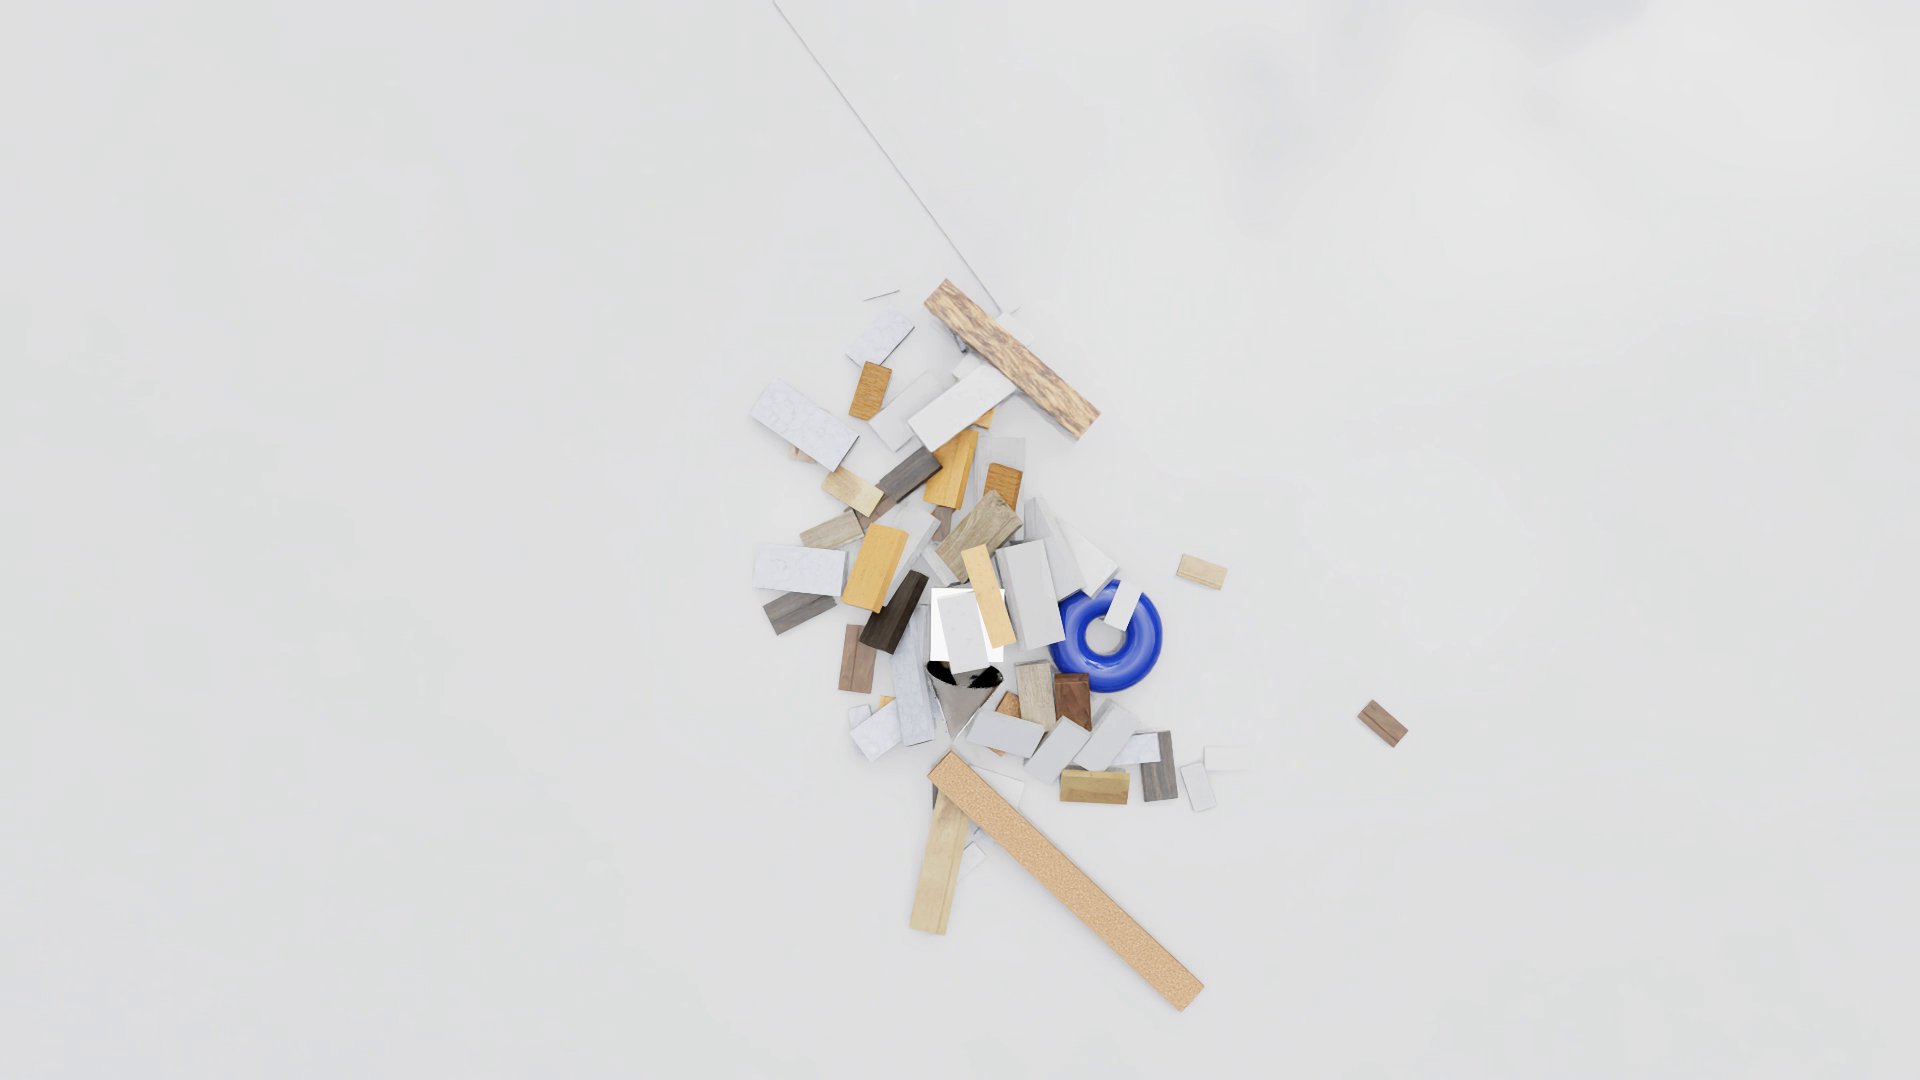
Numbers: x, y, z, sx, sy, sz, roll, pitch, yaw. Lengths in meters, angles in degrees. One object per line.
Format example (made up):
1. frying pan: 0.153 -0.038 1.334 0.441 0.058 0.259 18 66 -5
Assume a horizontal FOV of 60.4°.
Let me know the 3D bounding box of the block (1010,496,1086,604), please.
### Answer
1. block: 0.271 0.041 5.400 0.167 0.047 0.335 -33 77 37

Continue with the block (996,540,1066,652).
1. block: 0.227 0.177 5.316 0.167 0.047 0.335 -12 89 -39

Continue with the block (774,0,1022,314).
1. block: -0.211 -1.291 5.491 0.063 0.018 1.316 -36 90 0

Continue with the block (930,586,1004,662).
1. block: 0.024 0.272 5.385 0.231 0.231 0.231 1 90 0

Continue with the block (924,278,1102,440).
1. block: 0.170 -0.589 5.365 0.672 0.031 0.110 41 85 3

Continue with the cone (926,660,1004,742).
1. cone: -0.005 0.551 5.417 0.256 0.256 0.256 10 108 0

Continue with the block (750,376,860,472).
1. block: -0.513 -0.380 5.452 0.338 0.042 0.149 35 91 2

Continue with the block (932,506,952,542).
1. block: -0.059 -0.051 5.476 0.058 0.016 0.115 6 90 0

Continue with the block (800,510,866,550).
1. block: -0.423 -0.017 5.471 0.200 0.027 0.097 -24 90 9

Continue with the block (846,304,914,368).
1. block: -0.266 -0.664 5.484 0.110 0.031 0.221 42 90 0

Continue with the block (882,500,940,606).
1. block: -0.208 0.043 5.441 0.140 0.040 0.334 33 90 38

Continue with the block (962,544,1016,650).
1. block: 0.091 0.180 5.258 0.081 0.023 0.327 -18 90 0

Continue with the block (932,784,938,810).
1. block: -0.060 0.831 5.491 0.064 0.018 0.129 0 90 0

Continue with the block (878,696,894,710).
1. block: -0.239 0.596 5.490 0.074 0.021 0.148 10 90 0

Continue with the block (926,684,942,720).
1. block: -0.121 0.527 5.490 0.074 0.021 0.148 -36 90 0

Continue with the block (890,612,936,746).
1. block: -0.168 0.448 5.406 0.110 0.031 0.442 -20 74 37

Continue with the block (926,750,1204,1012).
1. block: 0.351 1.129 5.447 1.157 0.033 0.117 43 90 -4

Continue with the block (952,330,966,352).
1. block: -0.011 -0.684 5.469 0.018 0.063 0.125 -23 90 0

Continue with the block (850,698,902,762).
1. block: -0.232 0.612 5.446 0.245 0.035 0.122 -36 88 -6

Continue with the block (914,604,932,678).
1. block: -0.150 0.331 5.447 0.117 0.033 0.234 3 90 45

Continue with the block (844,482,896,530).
1. block: -0.287 -0.118 5.487 0.185 0.026 0.093 -38 90 0

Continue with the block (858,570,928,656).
1. block: -0.218 0.228 5.416 0.040 0.140 0.280 33 79 -42

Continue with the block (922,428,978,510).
1. block: -0.031 -0.243 5.448 0.131 0.037 0.263 13 90 34

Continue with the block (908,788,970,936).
1. block: -0.054 1.041 5.463 0.122 0.035 0.521 12 92 1

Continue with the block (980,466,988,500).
1. block: 0.095 -0.184 5.403 0.058 0.016 0.115 8 98 36

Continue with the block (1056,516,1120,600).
1. block: 0.380 0.059 5.417 0.136 0.039 0.277 -47 64 -3

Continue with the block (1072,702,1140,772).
1. block: 0.481 0.657 5.427 0.112 0.032 0.231 31 102 -19

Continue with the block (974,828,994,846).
1. block: 0.110 0.949 5.491 0.064 0.018 0.129 36 90 0

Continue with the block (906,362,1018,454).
1. block: 0.031 -0.457 5.383 0.414 0.037 0.131 -37 86 -5

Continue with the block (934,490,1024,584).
1. block: 0.061 -0.009 5.375 0.149 0.042 0.298 50 120 14

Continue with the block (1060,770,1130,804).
1. block: 0.445 0.817 5.456 0.223 0.032 0.112 3 123 0

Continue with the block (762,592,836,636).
1. block: -0.533 0.219 5.484 0.220 0.031 0.110 -27 90 0

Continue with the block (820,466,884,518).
1. block: -0.356 -0.163 5.466 0.194 0.027 0.097 31 86 10

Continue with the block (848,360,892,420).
1. block: -0.297 -0.491 5.467 0.093 0.026 0.185 18 101 -3
